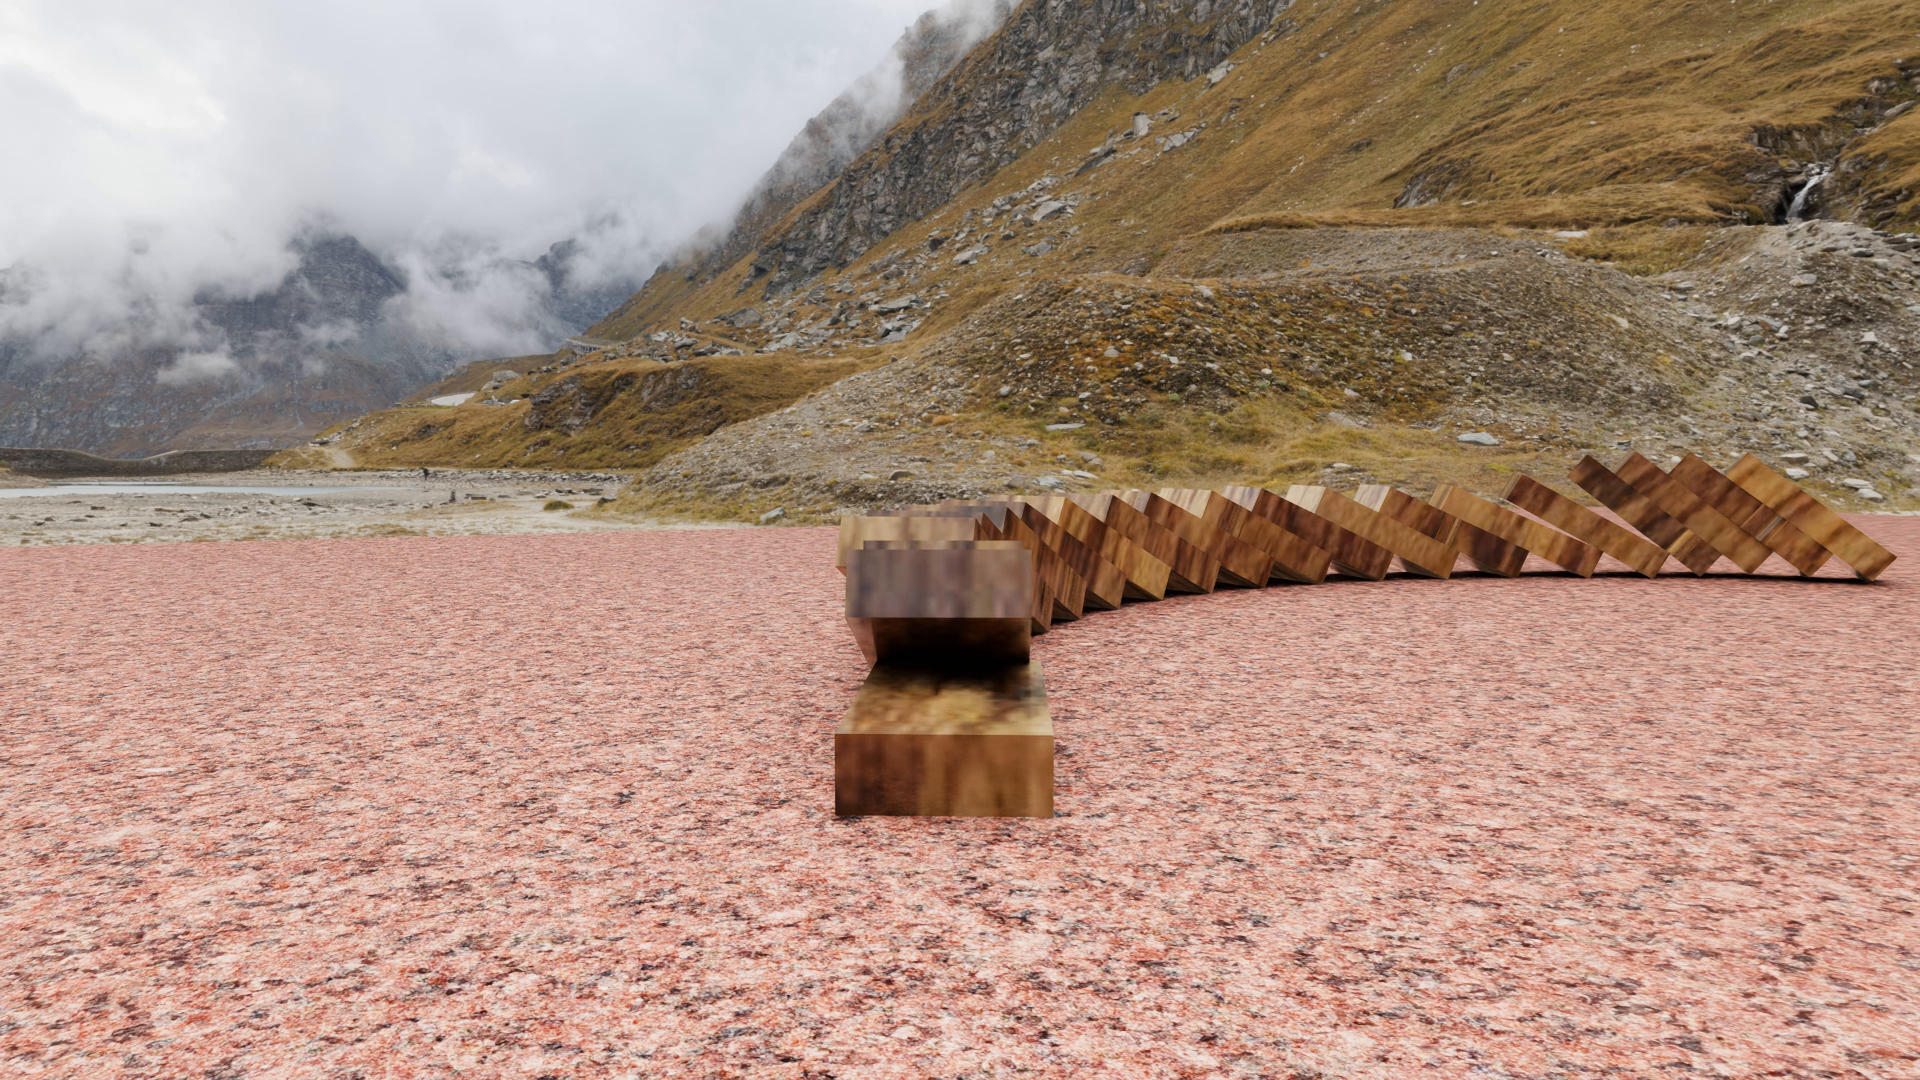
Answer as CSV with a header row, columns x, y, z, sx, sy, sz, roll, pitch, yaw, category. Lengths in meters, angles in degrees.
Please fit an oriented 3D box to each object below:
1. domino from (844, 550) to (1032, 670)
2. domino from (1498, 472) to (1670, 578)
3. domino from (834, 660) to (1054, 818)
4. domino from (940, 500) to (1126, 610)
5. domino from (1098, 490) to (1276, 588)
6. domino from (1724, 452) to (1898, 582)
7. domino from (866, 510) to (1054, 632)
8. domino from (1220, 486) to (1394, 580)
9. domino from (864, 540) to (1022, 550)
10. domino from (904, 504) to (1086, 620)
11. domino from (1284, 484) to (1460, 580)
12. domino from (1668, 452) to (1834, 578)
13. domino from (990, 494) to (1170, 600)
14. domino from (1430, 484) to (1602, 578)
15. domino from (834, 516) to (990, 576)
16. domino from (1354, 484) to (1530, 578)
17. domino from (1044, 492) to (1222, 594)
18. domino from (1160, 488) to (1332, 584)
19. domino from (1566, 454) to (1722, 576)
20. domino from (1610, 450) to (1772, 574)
x,y,z,sx,sy,sz,roll,pitch,yaw,category
-0.002,0.013,0.196,0.025,0.010,0.050,0,-18,2,domino
0.203,-0.005,0.421,0.050,0.009,0.025,31,12,13,domino
-0.001,0.025,0.171,0.025,0.010,0.050,0,4,2,domino
0.018,0.004,0.321,0.025,0.010,0.050,3,-19,38,domino
0.065,0.000,0.378,0.050,0.010,0.025,25,-8,-28,domino
0.265,-0.008,0.403,0.050,0.010,0.025,44,19,20,domino
0.001,0.007,0.274,0.025,0.009,0.050,2,-20,22,domino
0.108,-0.002,0.404,0.050,0.009,0.025,24,-2,-15,domino
-0.002,0.012,0.223,0.025,0.010,0.050,0,-17,2,domino
0.009,0.006,0.297,0.025,0.009,0.050,2,-19,27,domino
0.131,-0.003,0.411,0.050,0.009,0.025,24,0,-11,domino
0.252,-0.008,0.411,0.050,0.010,0.025,44,19,21,domino
0.031,0.002,0.341,0.025,0.009,0.050,4,-19,44,domino
0.181,-0.003,0.421,0.050,0.010,0.025,25,8,8,domino
-0.004,0.009,0.250,0.025,0.010,0.050,1,-20,15,domino
0.155,-0.003,0.416,0.050,0.010,0.025,24,2,-5,domino
0.048,0.001,0.359,0.050,0.010,0.025,28,-15,-38,domino
0.086,-0.001,0.390,0.050,0.009,0.025,25,-7,-25,domino
0.224,-0.009,0.421,0.050,0.009,0.025,43,19,17,domino
0.237,-0.010,0.419,0.050,0.009,0.025,42,18,15,domino
